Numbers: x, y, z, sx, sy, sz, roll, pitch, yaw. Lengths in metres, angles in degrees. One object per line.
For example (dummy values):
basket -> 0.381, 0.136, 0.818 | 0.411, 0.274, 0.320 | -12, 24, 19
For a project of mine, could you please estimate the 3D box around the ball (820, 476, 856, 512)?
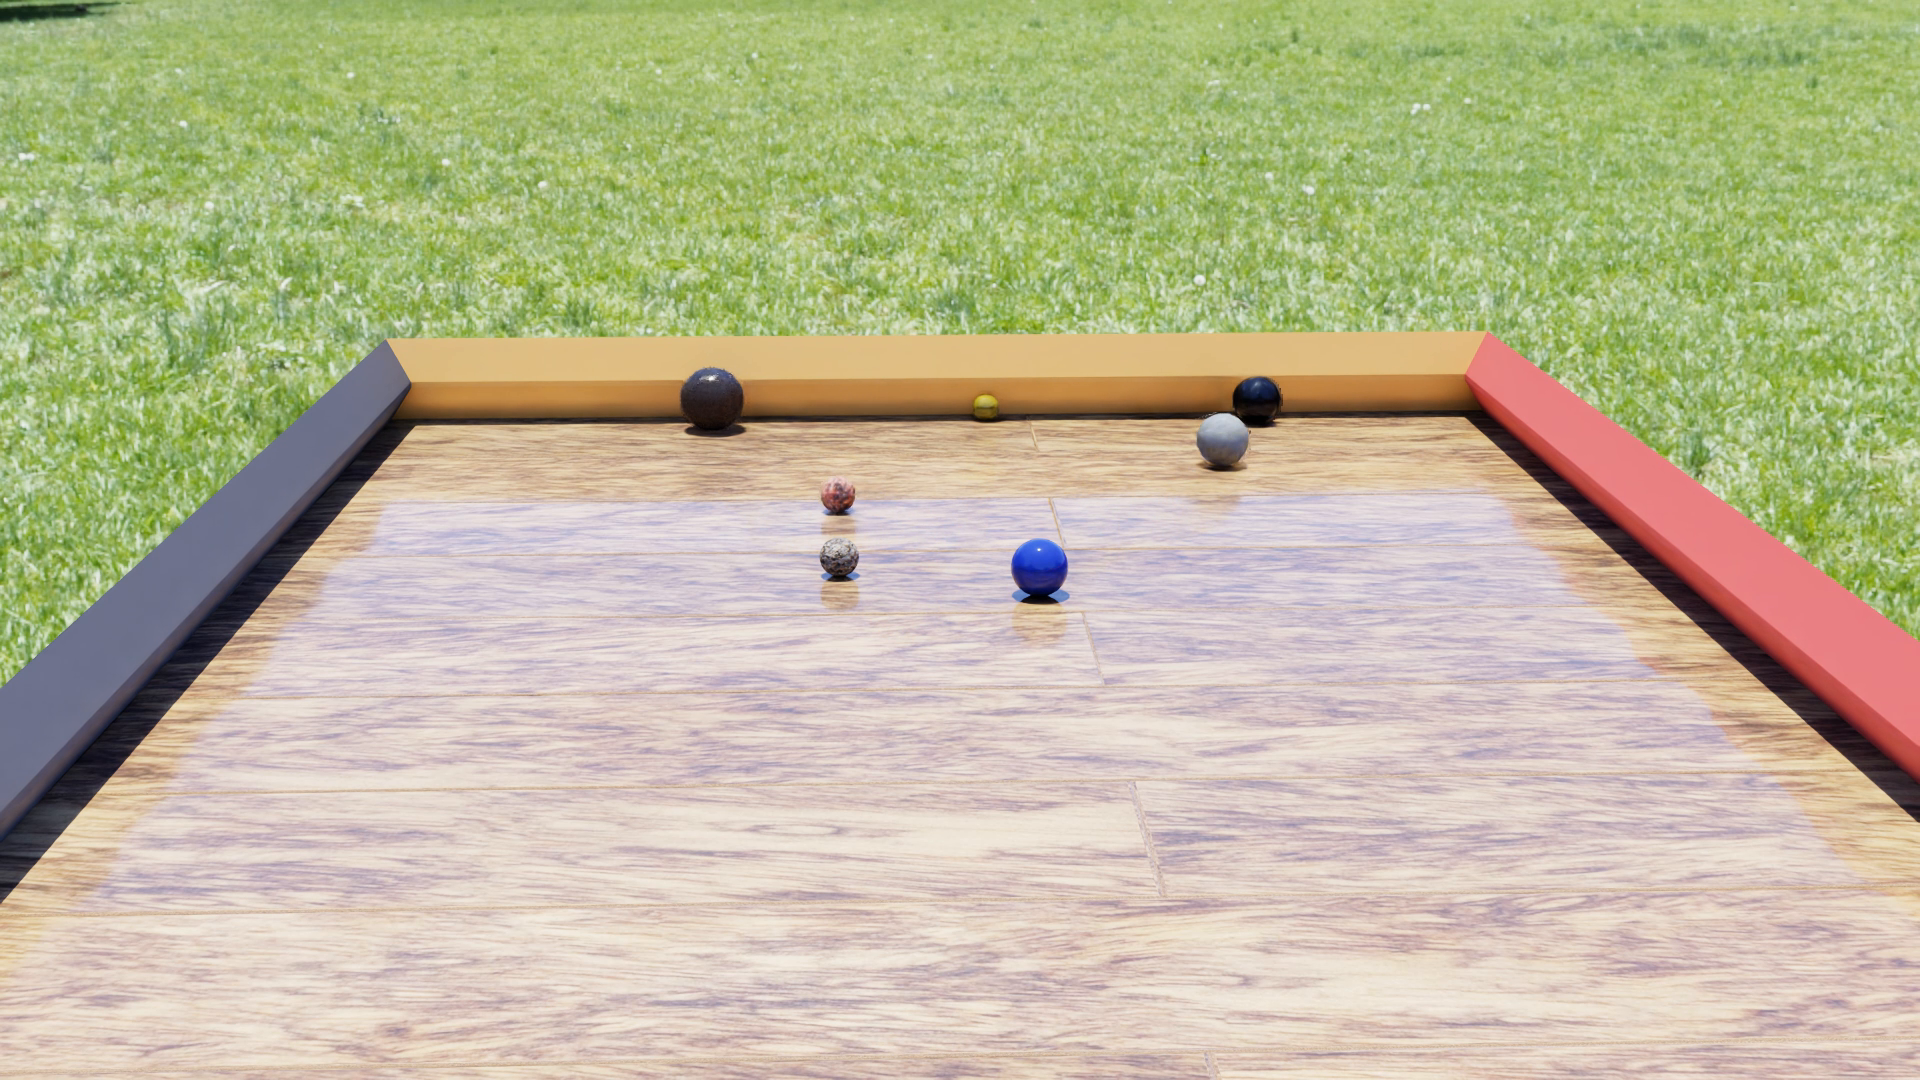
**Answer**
ball -> -0.163, -0.061, 2.930 | 0.047, 0.047, 0.047 | 0, 16, 0

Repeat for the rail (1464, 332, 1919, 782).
rail -> 0.871, 0.190, 1.935 | 0.045, 0.126, 3.252 | -1, 16, -2

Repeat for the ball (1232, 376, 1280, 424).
ball -> 0.461, -0.218, 3.417 | 0.074, 0.074, 0.074 | 0, 16, 0

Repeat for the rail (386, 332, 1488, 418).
rail -> -0.028, -0.254, 3.442 | 1.731, 0.126, 0.045 | -1, 16, -2

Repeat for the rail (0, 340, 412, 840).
rail -> -0.812, 0.207, 1.877 | 0.045, 0.126, 3.252 | -1, 16, -2

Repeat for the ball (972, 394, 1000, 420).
ball -> 0.041, -0.207, 3.436 | 0.042, 0.042, 0.042 | 0, 16, 0

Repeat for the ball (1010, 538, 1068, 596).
ball -> 0.093, 0.032, 2.576 | 0.068, 0.068, 0.068 | 0, 16, 0

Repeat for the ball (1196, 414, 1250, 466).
ball -> 0.378, -0.145, 3.164 | 0.075, 0.075, 0.075 | 0, 16, 0

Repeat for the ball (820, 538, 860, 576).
ball -> -0.146, 0.020, 2.652 | 0.048, 0.048, 0.048 | 0, 16, 0

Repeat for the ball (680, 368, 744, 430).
ball -> -0.379, -0.216, 3.368 | 0.097, 0.097, 0.097 | 0, 16, 0
